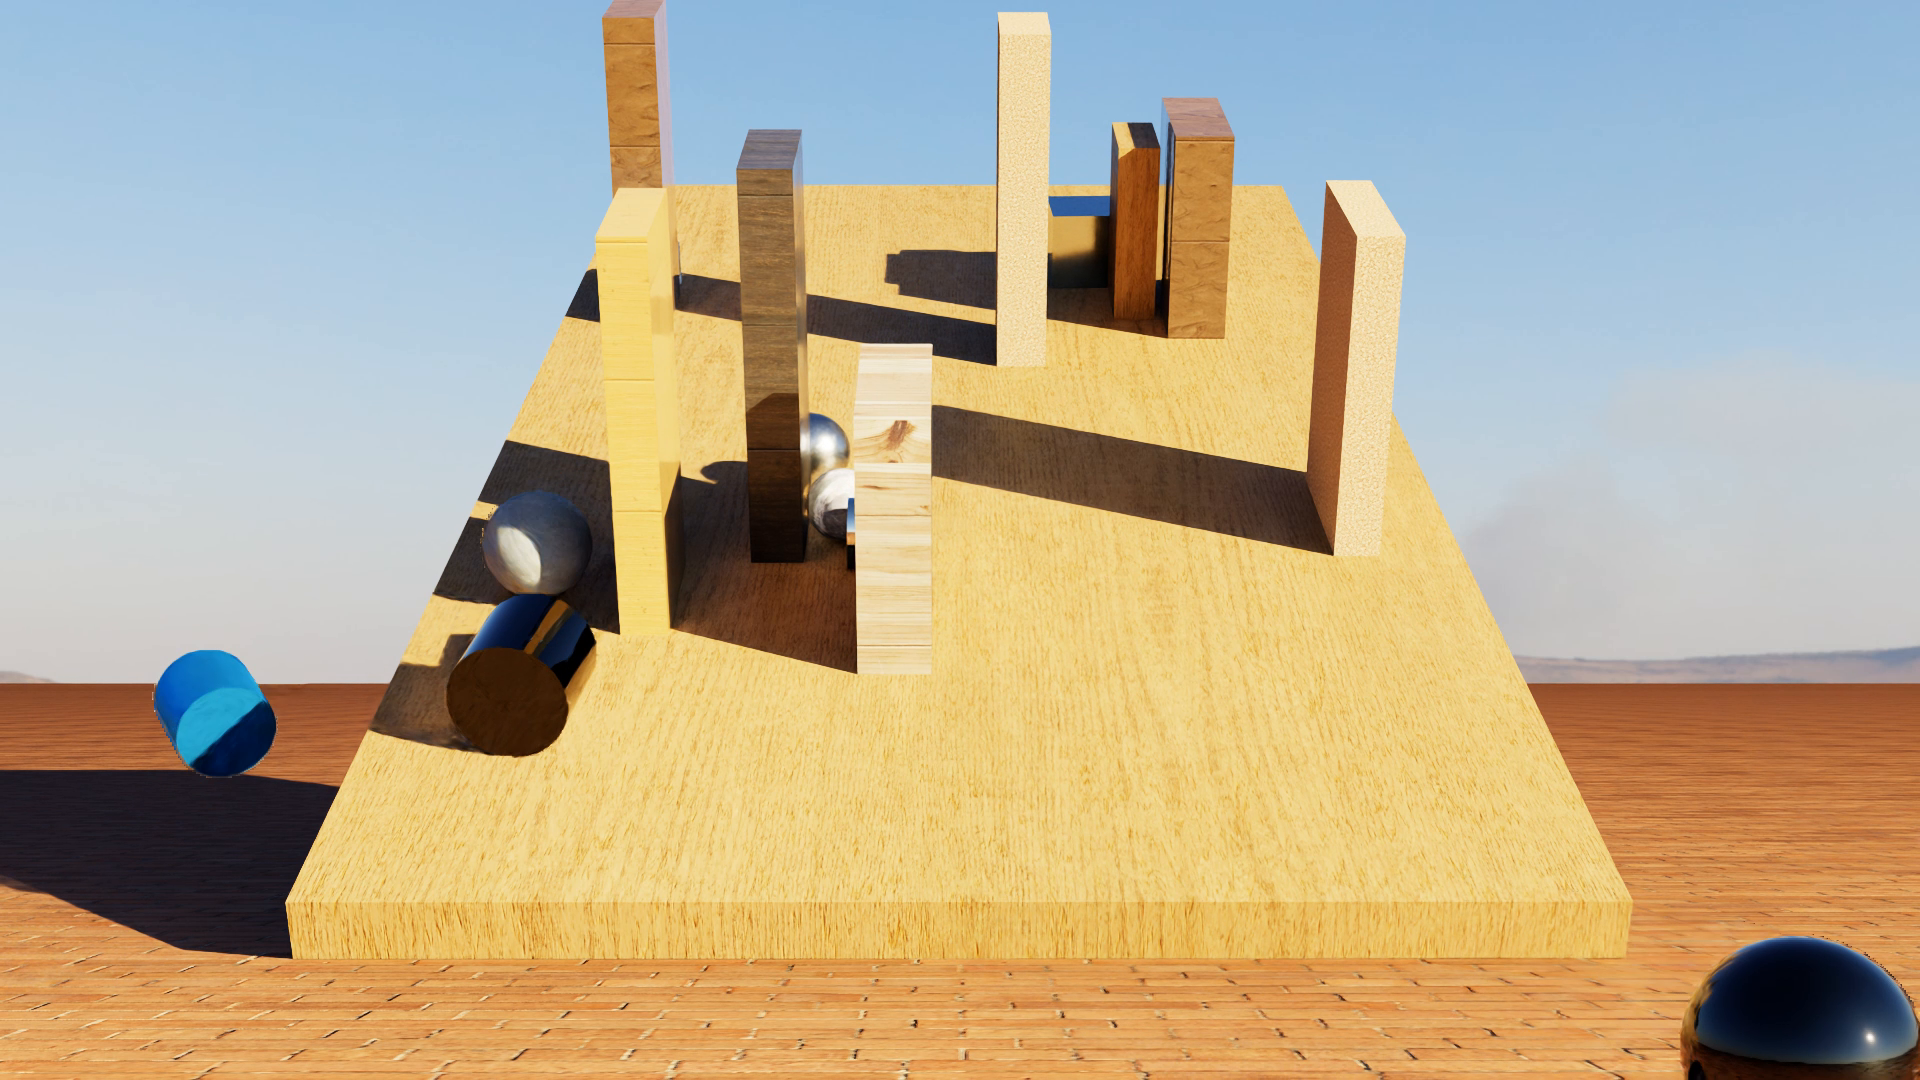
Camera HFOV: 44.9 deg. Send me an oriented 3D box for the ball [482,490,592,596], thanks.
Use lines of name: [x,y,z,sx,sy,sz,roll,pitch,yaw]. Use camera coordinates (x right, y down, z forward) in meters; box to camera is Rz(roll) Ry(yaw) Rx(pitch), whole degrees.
ball: [-0.796,0.009,4.387,0.203,0.203,0.203,0,-3,0]

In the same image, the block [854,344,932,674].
block: [-0.116,-0.061,4.202,0.131,0.484,0.387,0,24,0]

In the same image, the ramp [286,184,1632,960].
ramp: [-0.008,-0.228,5.299,2.000,0.100,4.000,0,24,0]

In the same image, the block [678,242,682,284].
block: [-0.820,-0.727,6.154,0.116,0.116,0.116,12,27,25]

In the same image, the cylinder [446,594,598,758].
cylinder: [-0.732,0.225,3.900,0.204,0.204,0.204,0,24,6]

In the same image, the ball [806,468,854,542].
ball: [-0.234,-0.071,4.641,0.146,0.146,0.146,0,-3,0]

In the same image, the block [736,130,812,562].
block: [-0.358,-0.376,4.535,0.103,0.789,0.297,0,24,0]

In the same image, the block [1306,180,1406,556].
block: [0.784,-0.347,4.642,0.090,0.653,0.395,0,24,0]

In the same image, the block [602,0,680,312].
block: [-0.795,-0.946,5.832,0.124,0.777,0.254,0,24,0]

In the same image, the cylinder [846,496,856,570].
cylinder: [-0.147,-0.013,4.513,0.141,0.141,0.141,1,-3,-1]

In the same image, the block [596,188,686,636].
block: [-0.579,-0.233,4.253,0.088,0.756,0.308,0,24,0]

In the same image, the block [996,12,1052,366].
block: [0.148,-0.835,5.559,0.116,0.799,0.255,0,24,0]

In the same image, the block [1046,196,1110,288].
block: [0.337,-0.798,6.219,0.197,0.197,0.197,-1,24,-3]

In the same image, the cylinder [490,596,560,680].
cylinder: [-0.771,0.174,4.129,0.111,0.111,0.111,0,24,-3]

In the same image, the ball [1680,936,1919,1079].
ball: [0.721,0.441,1.994,0.200,0.200,0.200,0,-3,0]

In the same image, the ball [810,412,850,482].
ball: [-0.311,-0.184,4.873,0.164,0.164,0.164,0,-3,0]

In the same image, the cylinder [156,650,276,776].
cylinder: [-1.512,0.349,4.721,0.195,0.195,0.195,2,19,-32]

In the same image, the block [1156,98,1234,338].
block: [0.588,-0.818,5.877,0.142,0.512,0.408,0,24,0]

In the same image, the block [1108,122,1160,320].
block: [0.444,-0.819,5.961,0.103,0.446,0.265,0,24,0]
